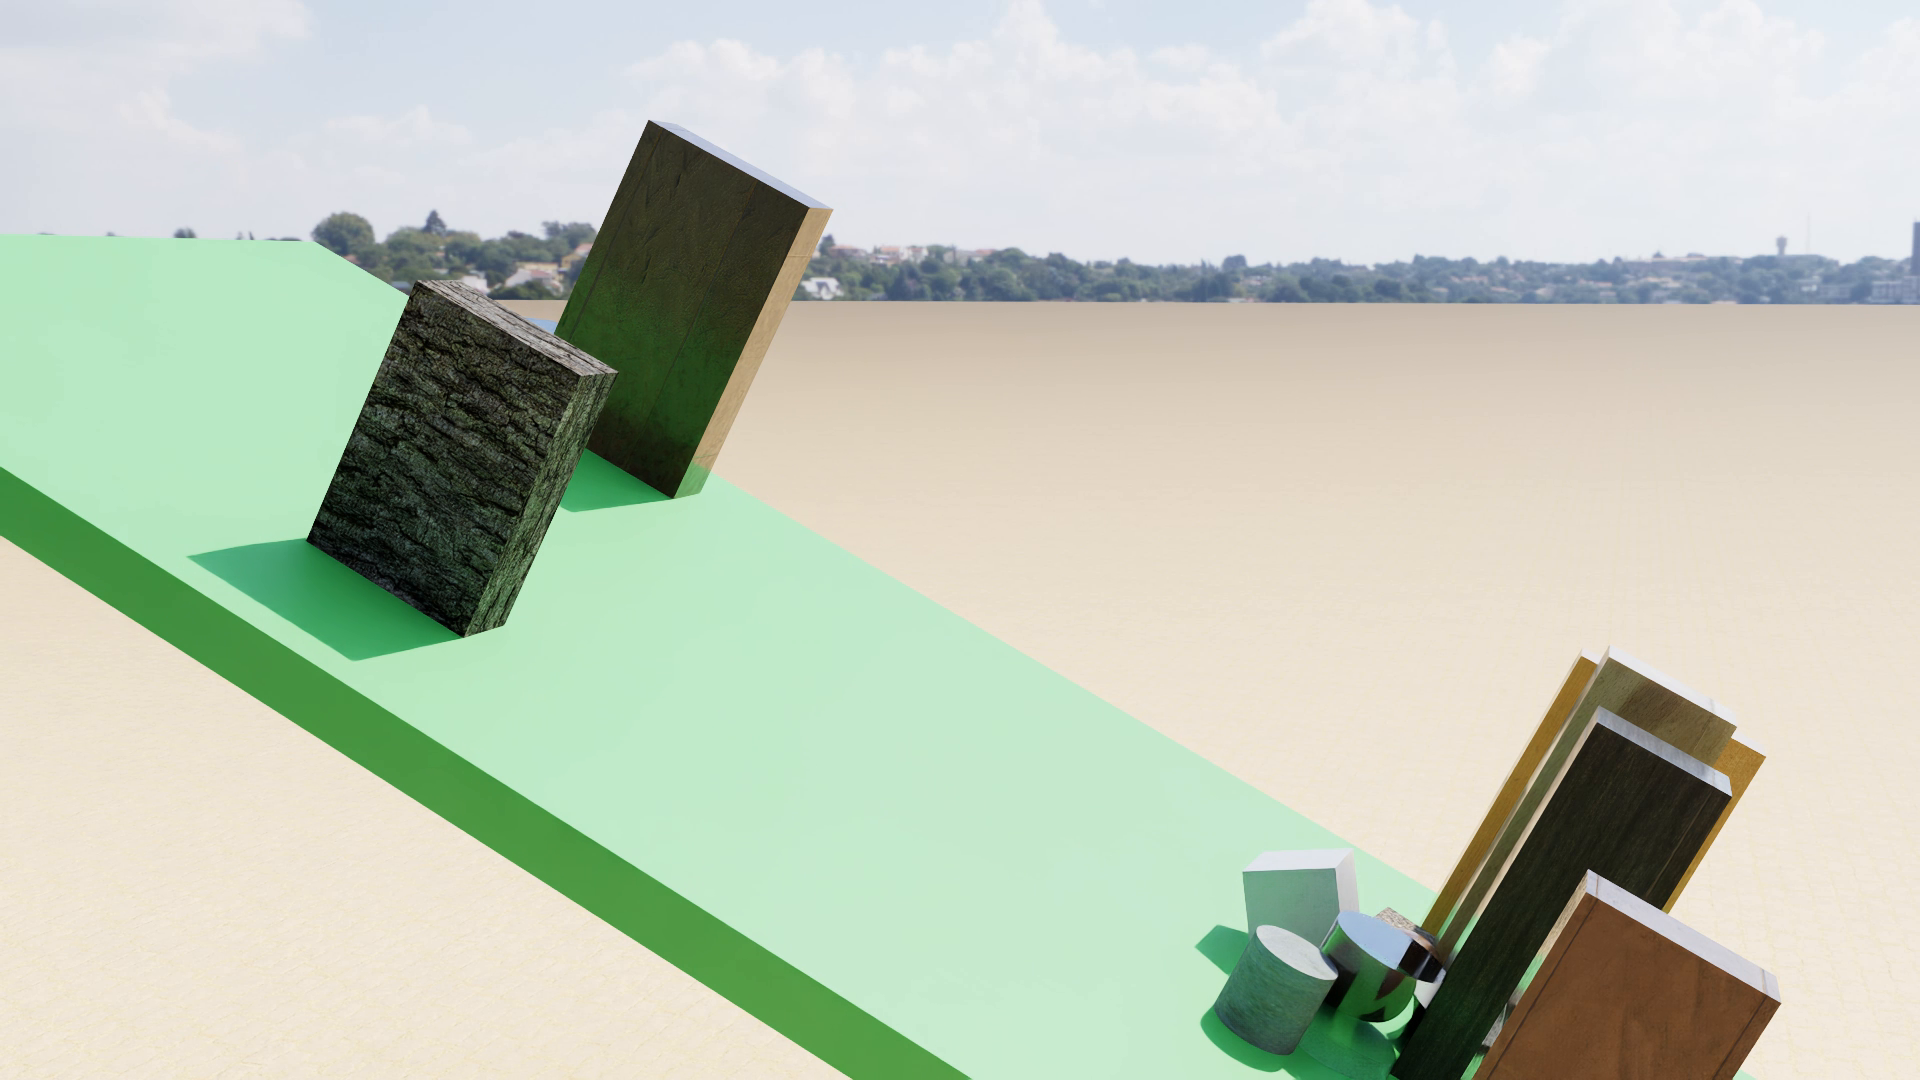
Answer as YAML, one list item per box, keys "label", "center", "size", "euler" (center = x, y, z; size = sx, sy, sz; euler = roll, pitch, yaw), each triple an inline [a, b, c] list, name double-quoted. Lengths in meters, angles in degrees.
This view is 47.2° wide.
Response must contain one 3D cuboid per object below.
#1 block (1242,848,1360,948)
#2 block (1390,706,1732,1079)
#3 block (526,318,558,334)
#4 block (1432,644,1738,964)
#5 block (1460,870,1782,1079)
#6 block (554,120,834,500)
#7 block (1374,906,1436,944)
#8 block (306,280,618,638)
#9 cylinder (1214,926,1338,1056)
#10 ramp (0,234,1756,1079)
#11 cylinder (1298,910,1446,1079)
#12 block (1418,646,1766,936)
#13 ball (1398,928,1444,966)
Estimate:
- label: "block"
  center: [0.624, 0.664, 3.998]
  size: [0.169, 0.169, 0.169]
  euler: [-5, 3, 21]
- label: "block"
  center: [1.015, 0.657, 3.743]
  size: [0.241, 0.712, 0.148]
  euler: [30, 14, 12]
- label: "block"
  center: [-0.977, -0.417, 5.157]
  size: [0.152, 0.152, 0.152]
  euler: [33, 15, 24]
- label: "block"
  center: [1.101, 0.592, 4.014]
  size: [0.246, 0.772, 0.143]
  euler: [30, 14, 12]
- label: "block"
  center: [0.868, 0.812, 3.125]
  size: [0.290, 0.612, 0.120]
  euler: [30, 14, 12]
- label: "block"
  center: [-0.640, -0.515, 4.935]
  size: [0.423, 0.722, 0.148]
  euler: [30, 14, 12]
- label: "block"
  center: [0.823, 0.784, 4.192]
  size: [0.109, 0.109, 0.109]
  euler: [32, 15, 21]
- label: "block"
  center: [-0.838, -0.139, 3.694]
  size: [0.332, 0.493, 0.139]
  euler: [30, 14, 12]
- label: "cylinder"
  center: [0.528, 0.752, 3.678]
  size: [0.153, 0.153, 0.153]
  euler: [25, 14, -7]
- label: "ramp"
  center: [-0.230, 0.384, 4.152]
  size: [4.000, 0.100, 2.000]
  euler: [30, 14, 12]
- label: "cylinder"
  center: [0.688, 0.780, 3.758]
  size: [0.207, 0.207, 0.207]
  euler: [25, 14, -7]
- label: "block"
  center: [1.219, 0.611, 4.316]
  size: [0.385, 0.697, 0.105]
  euler: [30, 14, 12]
- label: "ball"
  center: [0.789, 0.789, 3.977]
  size: [0.173, 0.173, 0.173]
  euler: [0, 7, 0]
